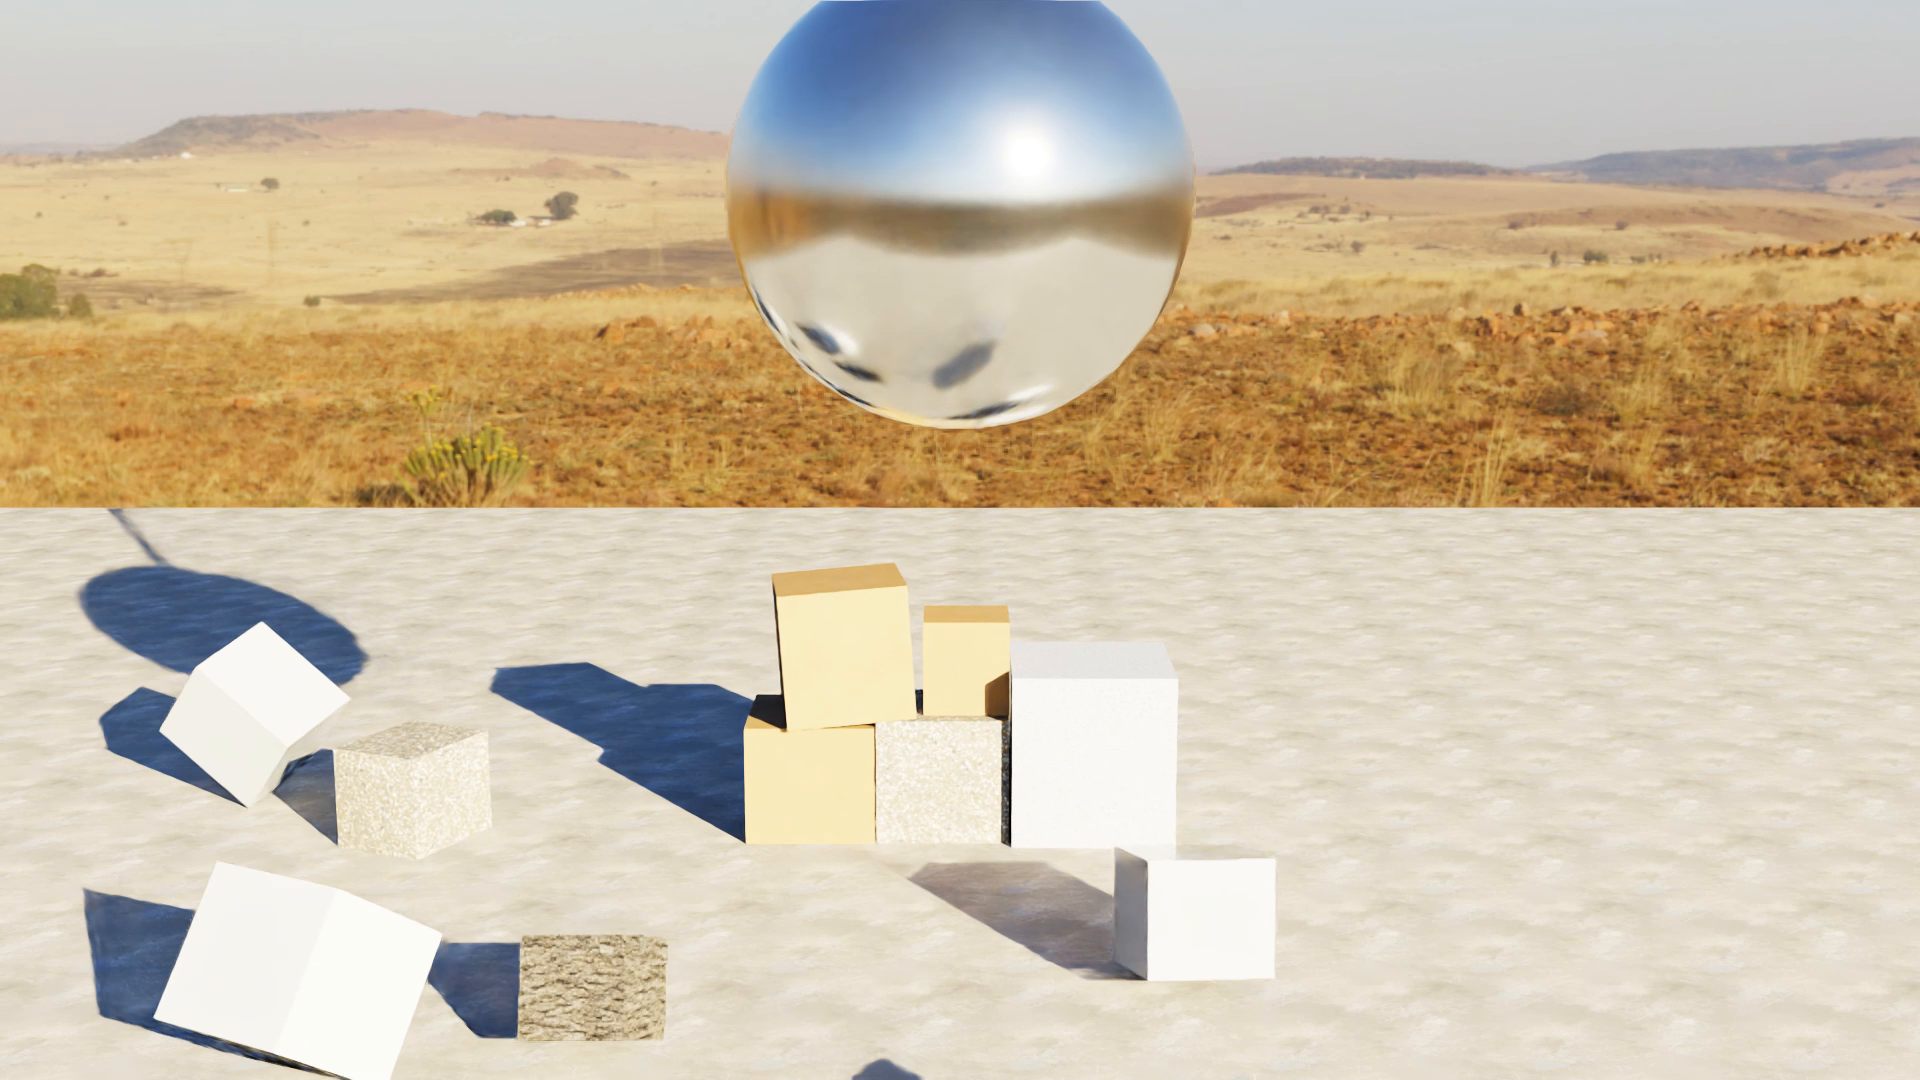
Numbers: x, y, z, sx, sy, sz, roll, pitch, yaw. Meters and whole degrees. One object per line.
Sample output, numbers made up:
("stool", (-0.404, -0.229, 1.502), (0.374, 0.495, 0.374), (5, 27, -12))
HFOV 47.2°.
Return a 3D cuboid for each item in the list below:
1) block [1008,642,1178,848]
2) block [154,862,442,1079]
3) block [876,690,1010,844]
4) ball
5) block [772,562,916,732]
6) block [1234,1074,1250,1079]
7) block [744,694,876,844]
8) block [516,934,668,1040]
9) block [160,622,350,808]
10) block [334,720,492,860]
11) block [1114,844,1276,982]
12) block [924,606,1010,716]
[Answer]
("block", (0.670, 1.044, 11.377), (0.820, 0.875, 0.822), (0, 10, 0))
("block", (-2.468, 1.630, 8.236), (0.652, 0.606, 0.591), (5, -22, 32))
("block", (-0.088, 1.162, 11.399), (0.669, 0.634, 0.662), (0, 10, 0))
("ball", (0.000, -1.177, 7.518), (1.600, 1.600, 1.600), (0, 10, 0))
("block", (-0.600, 0.535, 11.231), (0.647, 0.682, 0.634), (-5, 10, -6))
("block", (0.747, 2.001, 6.419), (0.587, 0.520, 0.552), (-18, 14, -15))
("block", (-0.756, 1.178, 11.407), (0.652, 0.601, 0.698), (0, 10, 0))
("block", (-1.416, 1.732, 8.499), (0.440, 0.393, 0.372), (-4, -13, 17))
("block", (-3.772, 0.935, 11.776), (0.634, 0.560, 0.538), (41, 33, 1))
("block", (-2.776, 1.263, 11.180), (0.489, 0.515, 0.602), (5, 11, 25))
("block", (0.979, 1.560, 9.265), (0.536, 0.487, 0.571), (1, -2, -10))
("block", (0.032, 0.615, 11.301), (0.435, 0.479, 0.419), (0, 10, 0))
